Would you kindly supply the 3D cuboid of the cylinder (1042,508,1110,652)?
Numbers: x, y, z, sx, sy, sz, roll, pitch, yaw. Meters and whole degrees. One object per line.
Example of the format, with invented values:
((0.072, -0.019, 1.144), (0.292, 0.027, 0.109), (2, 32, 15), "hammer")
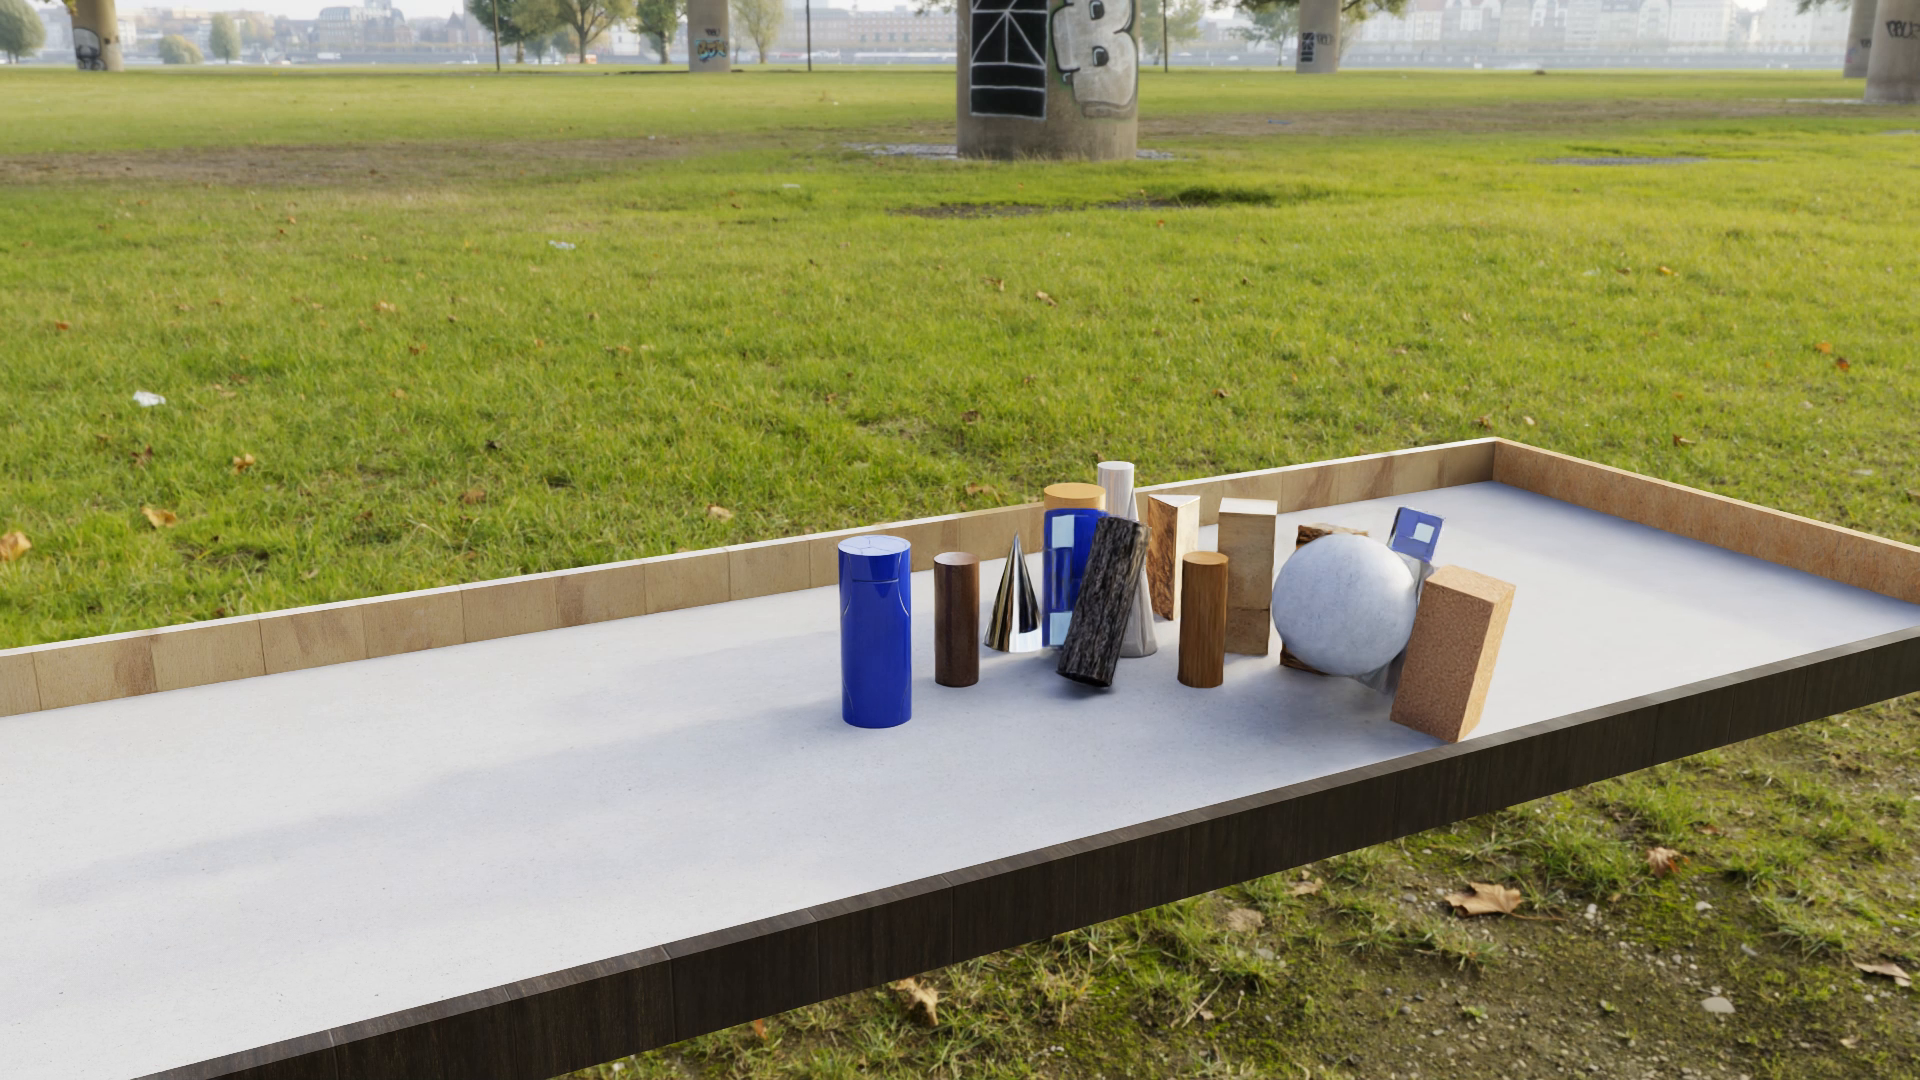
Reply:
((0.303, 0.108, 4.289), (0.176, 0.352, 0.176), (1, -11, 0), "cylinder")

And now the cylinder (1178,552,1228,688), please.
((0.605, 0.198, 4.108), (0.113, 0.322, 0.113), (0, 16, 0), "cylinder")

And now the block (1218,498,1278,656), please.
((0.752, 0.096, 4.350), (0.145, 0.383, 0.145), (4, 17, 12), "block")

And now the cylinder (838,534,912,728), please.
((-0.198, 0.215, 3.873), (0.168, 0.423, 0.168), (0, 16, 0), "cylinder")

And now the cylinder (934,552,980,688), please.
((-0.008, 0.198, 4.114), (0.113, 0.319, 0.113), (0, 16, 0), "cylinder")

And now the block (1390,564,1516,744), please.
((1.134, 0.261, 3.798), (0.162, 0.355, 0.162), (20, 24, 30), "block")

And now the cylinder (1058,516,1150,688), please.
((0.358, 0.154, 4.101), (0.137, 0.402, 0.137), (15, -12, 3), "cylinder")

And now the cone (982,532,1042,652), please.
((0.148, 0.121, 4.386), (0.174, 0.313, 0.174), (0, 16, 0), "cone")

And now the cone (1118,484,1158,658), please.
((0.447, 0.070, 4.316), (0.157, 0.450, 0.157), (0, 16, 0), "cone")

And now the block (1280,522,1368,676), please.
((0.922, 0.148, 4.184), (0.127, 0.361, 0.127), (14, 12, 39), "block")

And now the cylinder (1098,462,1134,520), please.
((0.453, -0.042, 4.848), (0.106, 0.366, 0.106), (0, 16, 0), "cylinder")

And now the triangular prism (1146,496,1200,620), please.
((0.579, 0.042, 4.630), (0.121, 0.329, 0.140), (11, 20, 33), "triangular prism")

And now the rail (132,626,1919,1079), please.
((-2.336, 1.006, 1.665), (12.000, 0.150, 0.050), (-9, 18, -27), "rail")

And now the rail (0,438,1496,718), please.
((-3.305, 0.497, 3.399), (12.000, 0.150, 0.050), (-9, 18, -27), "rail")

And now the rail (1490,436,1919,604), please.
((2.466, -0.048, 5.253), (0.050, 0.150, 2.100), (-9, 18, -27), "rail")

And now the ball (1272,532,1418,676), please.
((0.892, 0.150, 3.830), (0.332, 0.332, 0.332), (0, 16, 0), "ball")

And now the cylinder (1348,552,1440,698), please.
((1.070, 0.208, 4.000), (0.164, 0.326, 0.164), (22, 5, -2), "cylinder")

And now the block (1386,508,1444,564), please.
((1.093, 0.131, 4.131), (0.104, 0.414, 0.104), (17, 4, 9), "block")

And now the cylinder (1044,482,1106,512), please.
((0.317, 0.035, 4.601), (0.171, 0.358, 0.171), (0, 16, 0), "cylinder")
